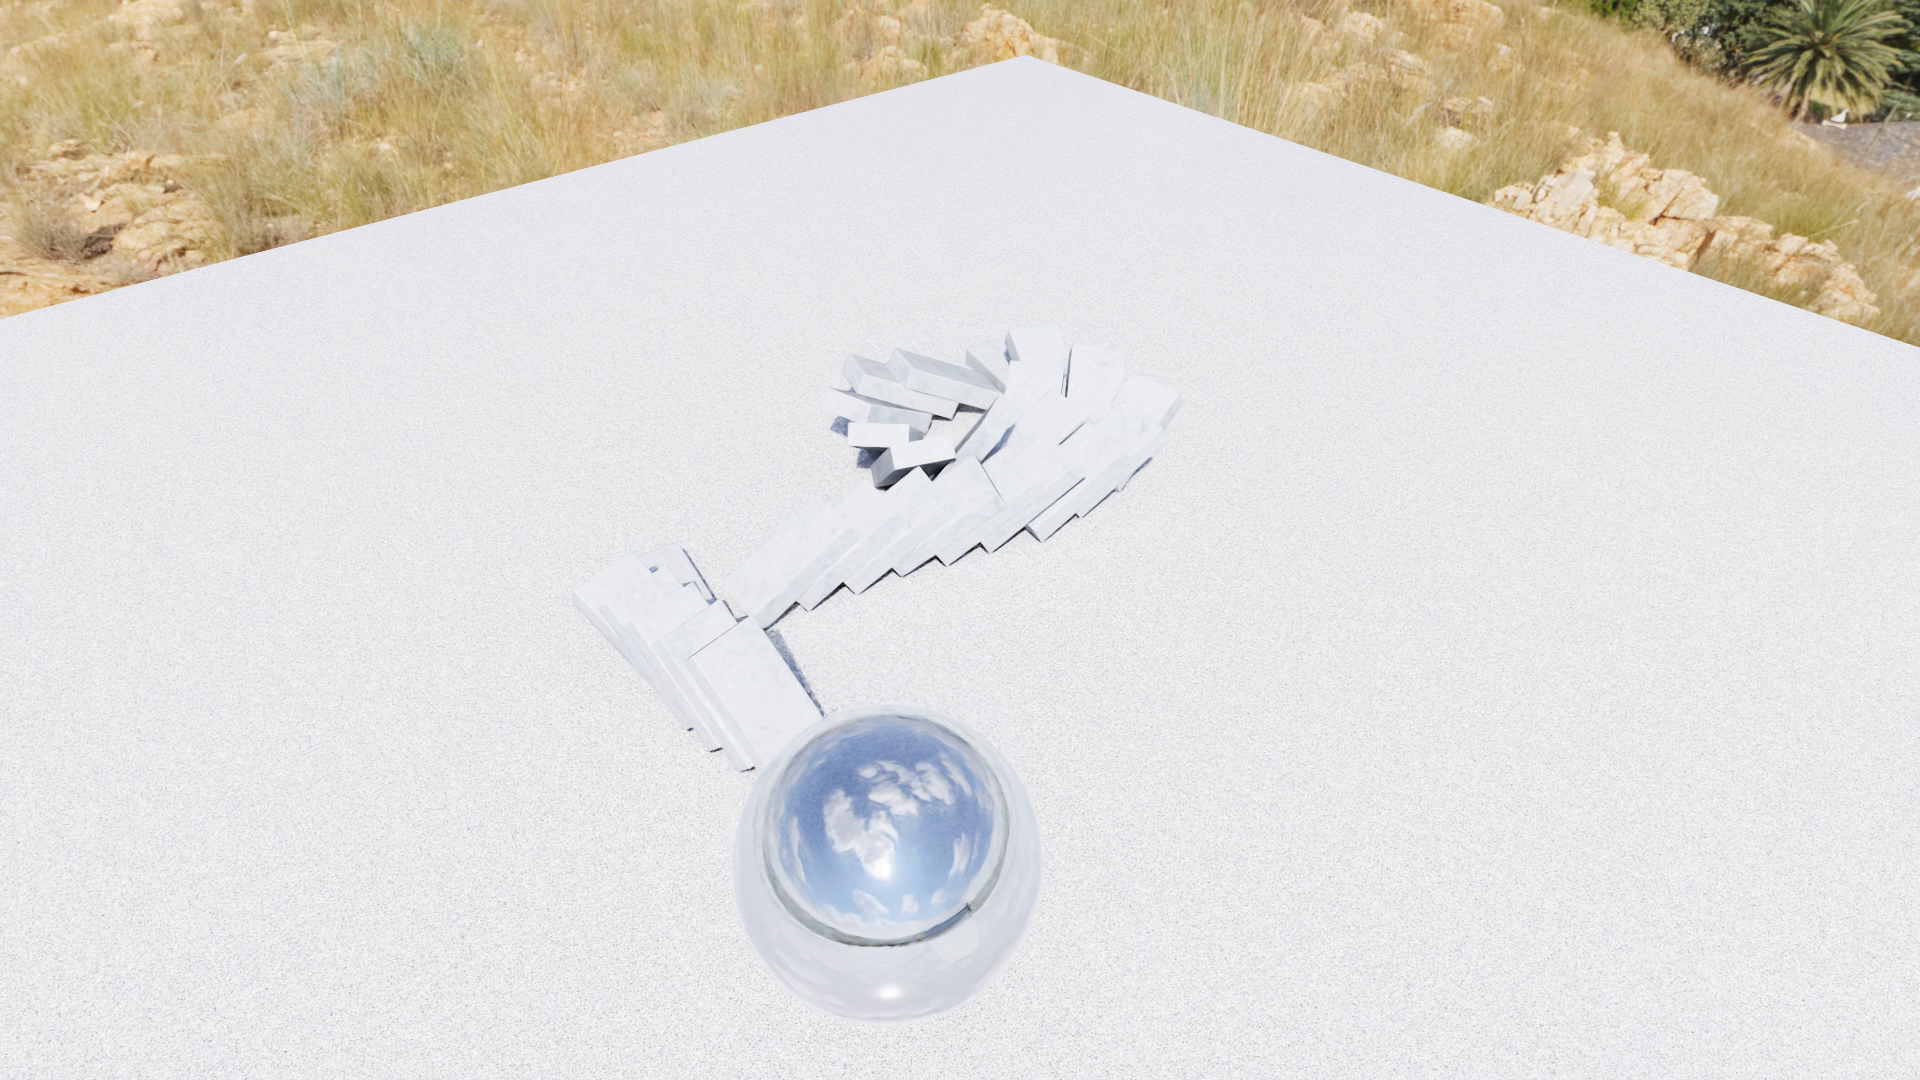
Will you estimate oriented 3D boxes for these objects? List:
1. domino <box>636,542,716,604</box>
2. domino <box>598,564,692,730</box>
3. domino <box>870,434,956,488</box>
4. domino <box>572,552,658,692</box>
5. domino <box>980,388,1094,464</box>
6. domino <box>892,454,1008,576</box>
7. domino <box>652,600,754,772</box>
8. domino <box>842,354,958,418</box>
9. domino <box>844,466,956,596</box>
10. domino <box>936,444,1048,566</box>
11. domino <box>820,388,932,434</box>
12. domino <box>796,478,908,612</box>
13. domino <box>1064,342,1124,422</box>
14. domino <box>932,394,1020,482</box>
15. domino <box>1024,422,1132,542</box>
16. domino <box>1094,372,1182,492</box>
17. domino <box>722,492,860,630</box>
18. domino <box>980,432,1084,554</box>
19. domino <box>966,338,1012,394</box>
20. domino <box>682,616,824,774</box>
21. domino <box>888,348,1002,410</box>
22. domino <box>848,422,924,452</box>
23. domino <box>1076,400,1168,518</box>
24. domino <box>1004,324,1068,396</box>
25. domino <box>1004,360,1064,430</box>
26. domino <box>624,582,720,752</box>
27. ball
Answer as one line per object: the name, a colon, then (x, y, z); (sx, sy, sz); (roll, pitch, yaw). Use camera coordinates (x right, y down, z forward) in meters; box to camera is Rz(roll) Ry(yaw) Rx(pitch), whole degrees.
domino: (-0.110, 0.022, 0.417); (0.025, 0.010, 0.050); (-21, 44, -24)
domino: (-0.096, 0.036, 0.374); (0.025, 0.009, 0.050); (-38, 96, -36)
domino: (-0.020, -0.032, 0.458); (0.025, 0.010, 0.050); (-12, -3, -14)
domino: (-0.109, 0.030, 0.386); (0.050, 0.010, 0.025); (45, 54, 3)
domino: (0.031, -0.040, 0.474); (0.050, 0.010, 0.025); (-44, 51, -7)
domino: (-0.009, -0.010, 0.435); (0.050, 0.009, 0.025); (-34, 48, 6)
domino: (-0.075, 0.047, 0.360); (0.025, 0.010, 0.050); (-37, 96, -37)
domino: (-0.028, -0.072, 0.512); (0.050, 0.009, 0.025); (11, 26, -31)
domino: (-0.028, -0.004, 0.429); (0.050, 0.009, 0.025); (-39, 48, 1)
domino: (0.008, -0.014, 0.442); (0.050, 0.009, 0.025); (-37, 48, 3)
domino: (-0.037, -0.058, 0.494); (0.025, 0.010, 0.050); (24, 12, 28)
domino: (-0.047, 0.002, 0.423); (0.050, 0.010, 0.025); (-42, 48, -2)
domino: (0.062, -0.067, 0.509); (0.025, 0.010, 0.050); (10, 60, -2)
domino: (0.004, -0.036, 0.458); (0.010, 0.050, 0.025); (37, 43, -7)
domino: (0.044, -0.024, 0.456); (0.050, 0.009, 0.025); (-41, 49, -5)
domino: (0.073, -0.048, 0.483); (0.025, 0.010, 0.050); (30, 76, 29)
domino: (-0.064, 0.008, 0.415); (0.050, 0.010, 0.025); (-44, 49, -4)
domino: (0.024, -0.020, 0.450); (0.050, 0.010, 0.025); (-39, 47, -2)
domino: (0.026, -0.083, 0.545); (0.025, 0.010, 0.050); (-19, 43, -22)
domino: (-0.064, 0.052, 0.354); (0.025, 0.009, 0.050); (-37, 96, -37)
domino: (-0.007, -0.075, 0.516); (0.050, 0.010, 0.025); (11, 26, -32)
domino: (-0.031, -0.044, 0.474); (0.025, 0.009, 0.050); (3, 2, 5)
domino: (0.061, -0.035, 0.468); (0.050, 0.010, 0.025); (-41, 51, -5)
domino: (0.041, -0.079, 0.524); (0.025, 0.010, 0.050); (-10, 64, -18)
domino: (0.032, -0.057, 0.499); (0.025, 0.009, 0.050); (6, 63, 7)
domino: (-0.086, 0.042, 0.367); (0.025, 0.010, 0.050); (-37, 96, -37)
ball: (-0.019, 0.083, 0.287); (0.080, 0.080, 0.080); (0, 39, 0)
